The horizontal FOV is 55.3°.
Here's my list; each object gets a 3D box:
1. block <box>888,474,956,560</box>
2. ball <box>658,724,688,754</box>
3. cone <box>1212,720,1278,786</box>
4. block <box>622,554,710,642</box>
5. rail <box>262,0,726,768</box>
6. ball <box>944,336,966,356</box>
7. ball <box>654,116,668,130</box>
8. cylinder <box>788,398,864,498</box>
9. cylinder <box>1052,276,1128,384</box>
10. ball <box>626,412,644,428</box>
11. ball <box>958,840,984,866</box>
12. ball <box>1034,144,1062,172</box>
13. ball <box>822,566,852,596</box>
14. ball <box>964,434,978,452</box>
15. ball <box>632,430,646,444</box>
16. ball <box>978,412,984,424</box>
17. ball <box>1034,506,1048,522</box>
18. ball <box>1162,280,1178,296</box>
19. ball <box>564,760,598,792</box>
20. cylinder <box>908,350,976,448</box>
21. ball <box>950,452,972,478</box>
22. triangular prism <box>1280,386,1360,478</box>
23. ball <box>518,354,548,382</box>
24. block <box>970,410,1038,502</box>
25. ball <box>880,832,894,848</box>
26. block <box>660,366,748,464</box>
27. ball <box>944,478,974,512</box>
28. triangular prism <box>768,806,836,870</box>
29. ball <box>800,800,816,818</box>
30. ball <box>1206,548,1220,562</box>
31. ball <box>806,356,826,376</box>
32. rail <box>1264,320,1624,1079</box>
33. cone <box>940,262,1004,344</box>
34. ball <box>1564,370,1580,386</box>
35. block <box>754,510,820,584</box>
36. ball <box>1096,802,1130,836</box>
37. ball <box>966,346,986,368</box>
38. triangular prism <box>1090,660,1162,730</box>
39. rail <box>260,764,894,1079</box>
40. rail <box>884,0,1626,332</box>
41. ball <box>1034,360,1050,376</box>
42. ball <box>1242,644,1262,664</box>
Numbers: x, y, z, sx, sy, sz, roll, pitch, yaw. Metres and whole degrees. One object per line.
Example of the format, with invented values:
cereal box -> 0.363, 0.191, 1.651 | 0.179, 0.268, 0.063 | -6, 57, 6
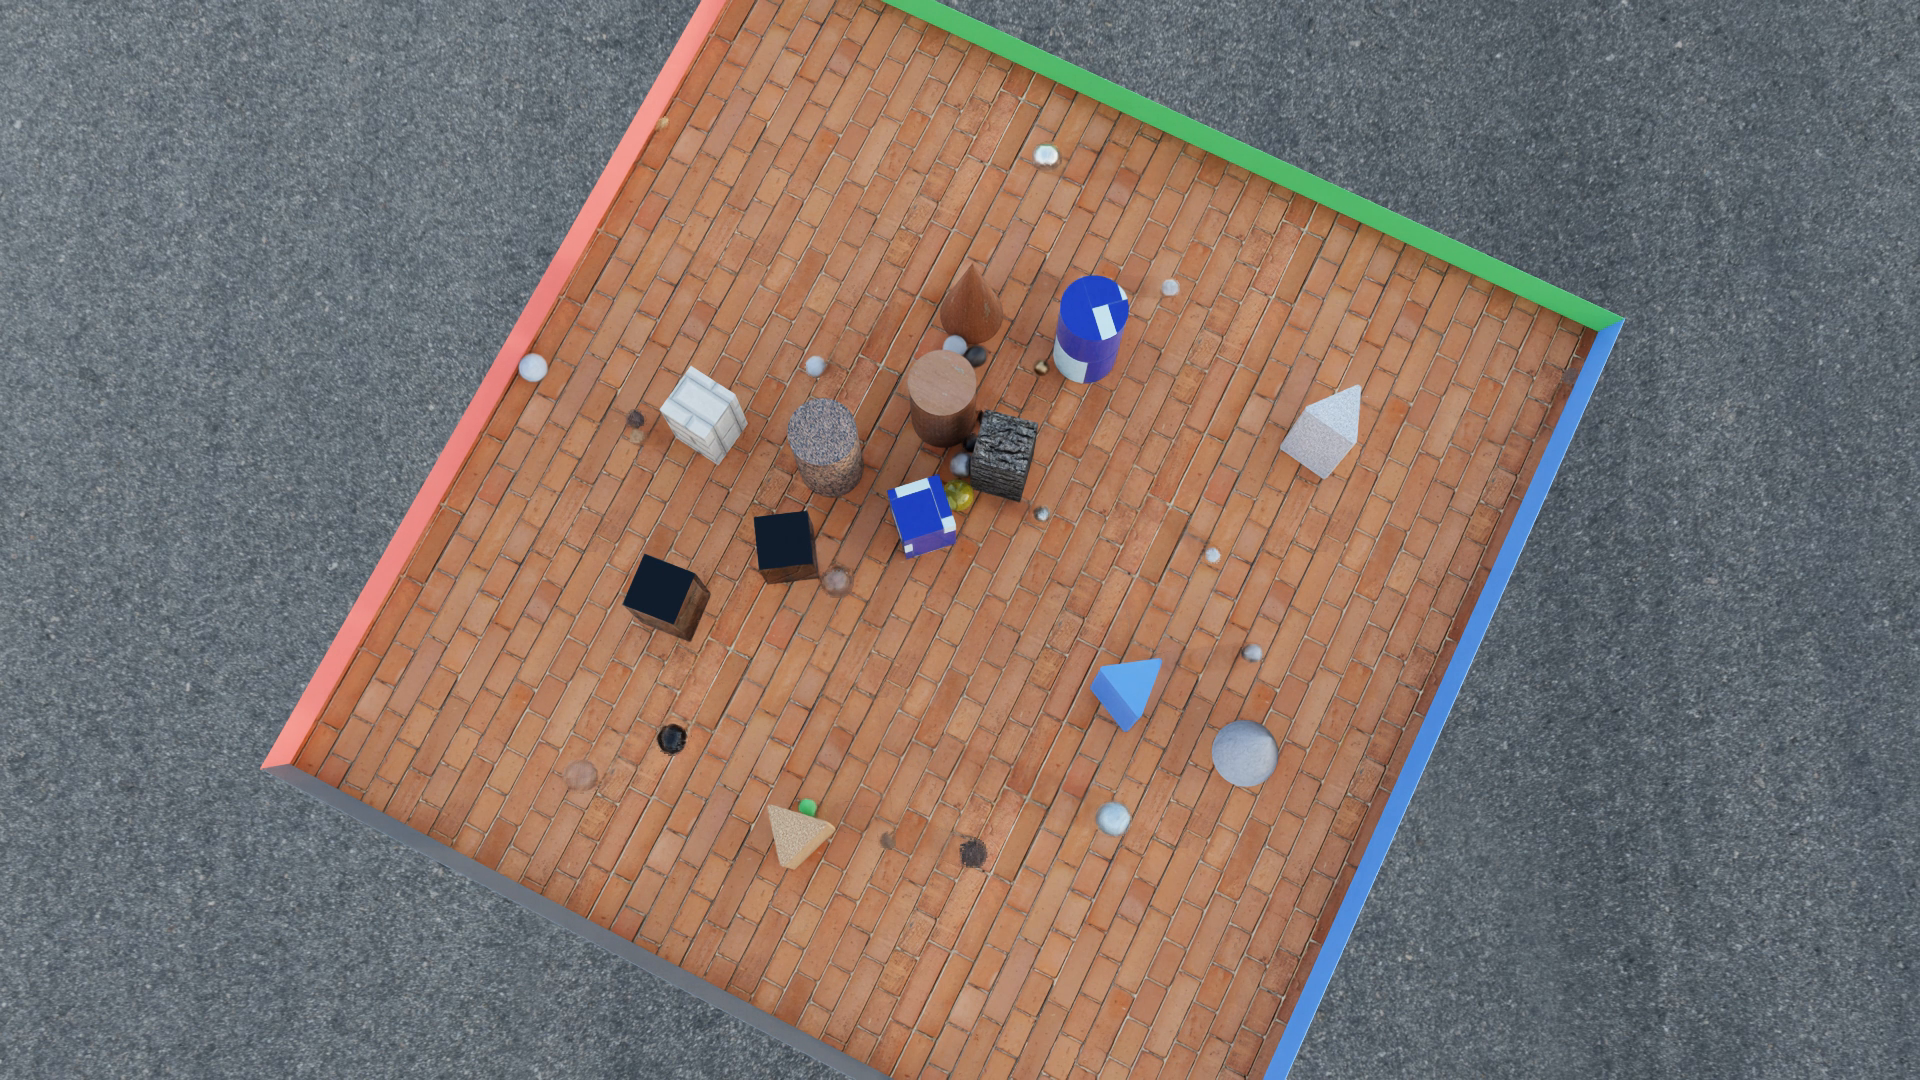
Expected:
block -> -0.113, -0.067, 5.491 | 0.160, 0.274, 0.160 | -18, 79, -4
ball -> -0.855, 0.591, 5.451 | 0.086, 0.086, 0.086 | 0, 78, 0
cone -> 0.854, 0.590, 5.252 | 0.200, 0.474, 0.200 | 0, 78, 0
block -> -0.861, 0.175, 5.406 | 0.160, 0.341, 0.160 | 21, 79, 4
rail -> -1.338, -0.648, 5.684 | 0.045, 0.130, 3.058 | 26, 80, 5
ball -> -0.016, -0.600, 5.703 | 0.074, 0.074, 0.074 | 0, 78, 0
ball -> -0.959, -1.334, 5.870 | 0.044, 0.044, 0.044 | 0, 78, 0
cylinder -> -0.396, -0.270, 5.463 | 0.200, 0.410, 0.200 | 0, 78, 0
cylinder -> 0.390, -0.629, 5.527 | 0.200, 0.431, 0.200 | 0, 78, 0
ball -> -1.004, -0.372, 5.667 | 0.052, 0.052, 0.052 | 0, 78, 0
ball -> 0.035, 0.921, 5.387 | 0.077, 0.077, 0.077 | 0, 78, 0
ball -> 0.279, -1.215, 5.822 | 0.090, 0.090, 0.090 | 0, 78, 0
ball -> -0.373, 0.125, 5.544 | 0.091, 0.091, 0.091 | 0, 78, 0
ball -> 0.040, -0.299, 5.649 | 0.057, 0.057, 0.057 | 0, 78, 0
ball -> -0.994, -0.320, 5.661 | 0.042, 0.042, 0.042 | 0, 78, 0
ball -> 0.076, -0.377, 5.672 | 0.044, 0.044, 0.044 | 0, 78, 0
ball -> 0.248, -0.080, 5.609 | 0.048, 0.048, 0.048 | 0, 78, 0
ball -> 0.659, -0.792, 5.755 | 0.051, 0.051, 0.051 | 0, 78, 0
ball -> -1.121, 0.698, 5.422 | 0.098, 0.098, 0.098 | 0, 78, 0
cylinder -> -0.051, -0.421, 5.514 | 0.200, 0.372, 0.200 | 0, 78, 0
ball -> 0.007, -0.229, 5.623 | 0.081, 0.081, 0.081 | 0, 78, 0
triangular prism -> 1.104, -0.341, 5.465 | 0.173, 0.435, 0.150 | 36, 81, 7
ball -> -1.323, -0.535, 5.683 | 0.088, 0.088, 0.088 | 0, 78, 0
block -> 0.130, -0.249, 5.485 | 0.160, 0.358, 0.160 | 15, 79, 3
ball -> -0.216, 0.885, 5.412 | 0.042, 0.042, 0.042 | 0, 78, 0
block -> -0.769, -0.371, 5.529 | 0.160, 0.323, 0.160 | 33, 80, 6
ball -> -0.007, -0.137, 5.595 | 0.099, 0.099, 0.099 | 0, 78, 0
triangular prism -> -0.484, 0.828, 5.272 | 0.173, 0.338, 0.150 | -43, 81, -8
ball -> -0.450, 0.794, 5.425 | 0.053, 0.053, 0.053 | 0, 78, 0
ball -> 0.768, 0.045, 5.586 | 0.042, 0.042, 0.042 | 0, 78, 0
ball -> -0.447, -0.543, 5.698 | 0.060, 0.060, 0.060 | 0, 78, 0
rail -> 1.338, 0.662, 5.412 | 0.045, 0.130, 3.058 | 26, 80, 5
cone -> 0.037, -0.757, 5.537 | 0.200, 0.463, 0.200 | 0, 78, 0
ball -> 1.904, -0.502, 5.694 | 0.052, 0.052, 0.052 | 0, 78, 0
block -> -0.518, 0.025, 5.489 | 0.160, 0.240, 0.160 | -7, 78, -1
ball -> 0.449, 0.820, 5.396 | 0.100, 0.100, 0.100 | 0, 78, 0
ball -> 0.049, -0.570, 5.700 | 0.067, 0.067, 0.067 | 0, 78, 0
triangular prism -> 0.504, 0.421, 5.315 | 0.150, 0.421, 0.173 | -37, 81, -7
rail -> -0.673, 1.325, 5.275 | 3.039, 0.130, 0.045 | 26, 80, 5
rail -> 0.673, -1.312, 5.821 | 3.039, 0.130, 0.045 | 26, 80, 5
ball -> 0.256, -0.535, 5.703 | 0.049, 0.049, 0.049 | 0, 78, 0
ball -> 0.878, 0.342, 5.517 | 0.057, 0.057, 0.057 | 0, 78, 0
